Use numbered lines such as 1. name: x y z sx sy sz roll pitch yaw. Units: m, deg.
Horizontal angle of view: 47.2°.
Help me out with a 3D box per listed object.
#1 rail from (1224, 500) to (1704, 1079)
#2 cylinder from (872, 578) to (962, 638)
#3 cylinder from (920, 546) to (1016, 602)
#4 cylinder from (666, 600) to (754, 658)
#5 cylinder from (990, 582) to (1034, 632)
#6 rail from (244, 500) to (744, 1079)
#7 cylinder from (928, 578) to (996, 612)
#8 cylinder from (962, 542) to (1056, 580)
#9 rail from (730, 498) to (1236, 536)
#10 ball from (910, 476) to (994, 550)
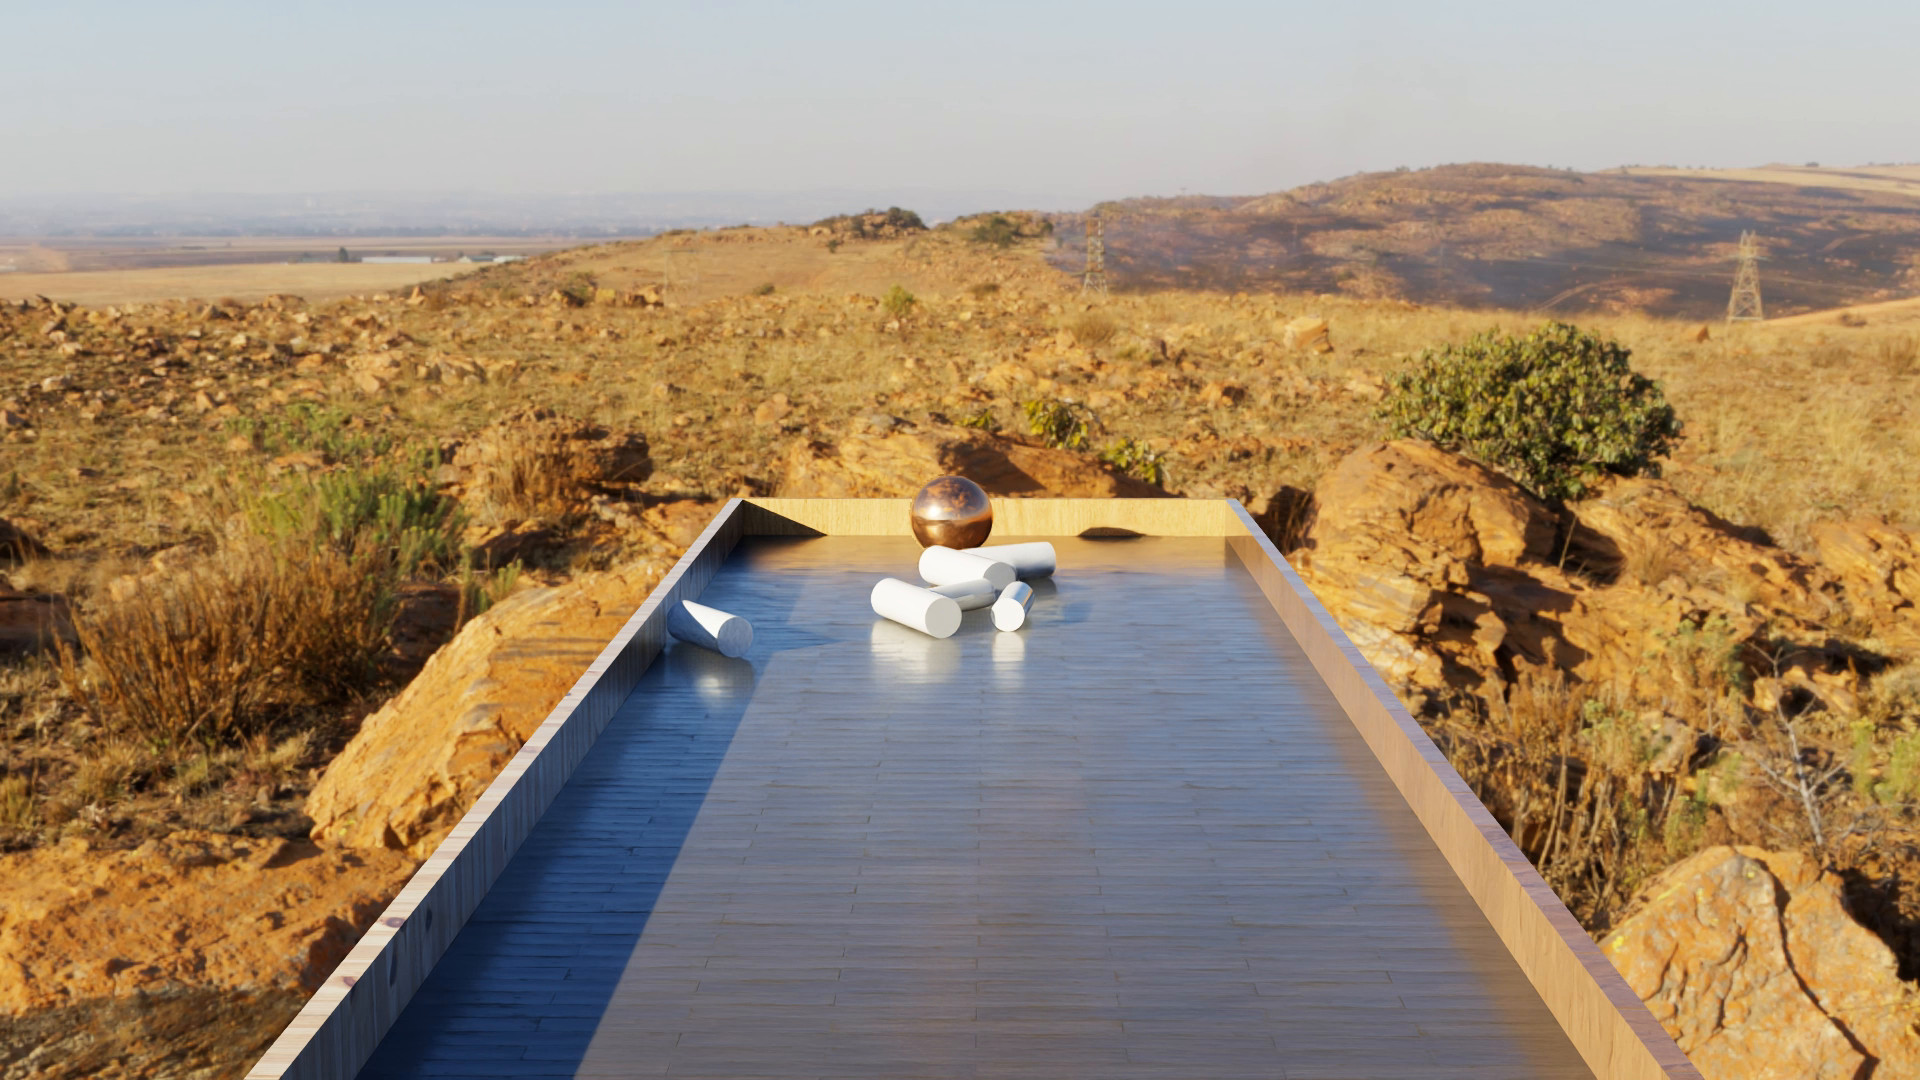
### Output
1. rail: 1.046 0.843 3.208 0.050 0.150 12.000 0 9 1
2. cylinder: -0.145 0.221 7.192 0.133 0.133 0.397 -5 10 -27
3. cylinder: 0.024 0.118 7.812 0.143 0.143 0.425 -5 11 -31
4. cylinder: -0.783 0.276 6.861 0.128 0.128 0.330 -6 11 -35
5. cylinder: 0.176 0.218 7.285 0.109 0.109 0.314 1 9 8
6. rail: -1.004 0.839 3.234 0.050 0.150 12.000 0 9 1
7. cylinder: -0.018 0.199 7.434 0.100 0.100 0.302 8 12 41
8. cylinder: 0.169 0.085 8.060 0.354 0.130 0.130 -5 10 -30
9. rail: 0.099 -0.098 9.147 2.100 0.150 0.050 0 9 1
10. ball: -0.032 -0.090 8.543 0.324 0.324 0.324 0 9 0
